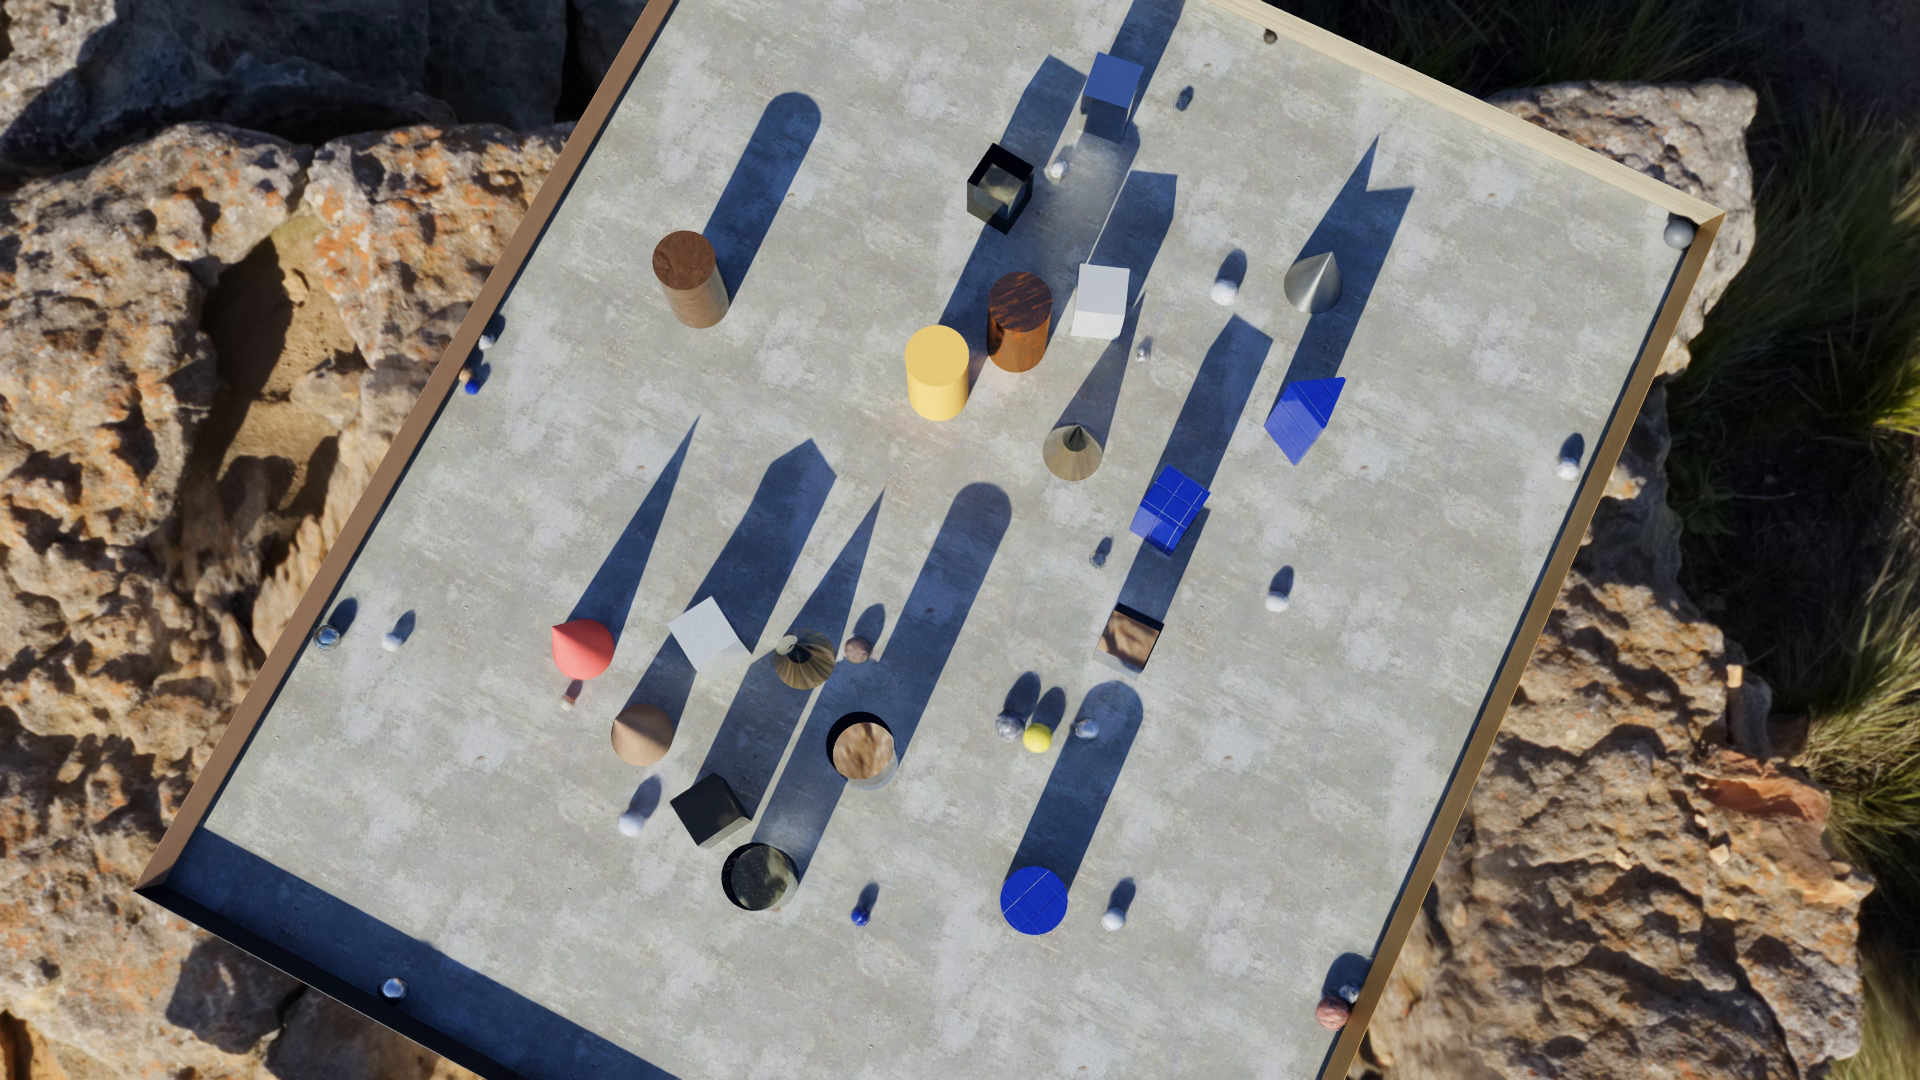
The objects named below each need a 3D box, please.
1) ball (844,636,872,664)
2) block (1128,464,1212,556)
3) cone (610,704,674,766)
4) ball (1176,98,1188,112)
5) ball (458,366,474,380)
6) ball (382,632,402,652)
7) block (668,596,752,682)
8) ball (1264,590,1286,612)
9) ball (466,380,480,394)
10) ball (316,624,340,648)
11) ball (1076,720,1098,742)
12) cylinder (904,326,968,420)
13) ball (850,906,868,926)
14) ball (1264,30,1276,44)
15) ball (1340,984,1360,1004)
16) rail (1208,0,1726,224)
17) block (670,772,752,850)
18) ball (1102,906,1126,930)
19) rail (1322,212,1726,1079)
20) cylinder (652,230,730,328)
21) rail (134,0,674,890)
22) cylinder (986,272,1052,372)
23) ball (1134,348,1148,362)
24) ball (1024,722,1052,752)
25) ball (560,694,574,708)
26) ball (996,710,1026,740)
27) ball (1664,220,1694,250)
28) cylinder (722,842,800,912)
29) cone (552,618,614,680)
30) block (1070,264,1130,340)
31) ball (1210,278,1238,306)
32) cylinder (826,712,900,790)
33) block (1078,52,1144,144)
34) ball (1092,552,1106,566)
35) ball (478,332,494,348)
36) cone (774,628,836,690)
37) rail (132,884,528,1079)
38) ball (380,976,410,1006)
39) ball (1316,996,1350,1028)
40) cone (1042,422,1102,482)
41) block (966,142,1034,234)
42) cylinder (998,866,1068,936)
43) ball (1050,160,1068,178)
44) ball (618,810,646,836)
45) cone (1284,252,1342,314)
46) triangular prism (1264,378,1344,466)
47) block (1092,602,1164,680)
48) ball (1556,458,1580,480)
[{"bbox_3d":[-0.307,0.330,5.506,0.083,0.083,0.083,0,78,0],"label":"ball"},{"bbox_3d":[0.623,-0.085,5.462,0.150,0.336,0.150,35,80,7],"label":"block"},{"bbox_3d":[-0.953,0.538,5.274,0.187,0.452,0.187,0,78,0],"label":"cone"},{"bbox_3d":[0.712,-1.399,5.884,0.042,0.042,0.042,0,78,0],"label":"ball"},{"bbox_3d":[-1.539,-0.519,5.699,0.048,0.048,0.048,0,78,0],"label":"ball"},{"bbox_3d":[-1.710,0.308,5.523,0.057,0.057,0.057,0,78,0],"label":"ball"},{"bbox_3d":[-0.734,0.294,5.389,0.150,0.327,0.150,-33,80,-6],"label":"block"},{"bbox_3d":[0.956,0.186,5.544,0.066,0.066,0.066,0,78,0],"label":"ball"},{"bbox_3d":[-1.514,-0.477,5.692,0.046,0.046,0.046,0,78,0],"label":"ball"},{"bbox_3d":[-1.904,0.291,5.520,0.071,0.071,0.071,0,78,0],"label":"ball"},{"bbox_3d":[0.378,0.569,5.465,0.067,0.067,0.067,0,78,0],"label":"ball"},{"bbox_3d":[-0.067,-0.499,5.528,0.187,0.374,0.187,0,78,0],"label":"cylinder"},{"bbox_3d":[-0.294,1.099,5.361,0.054,0.054,0.054,0,78,0],"label":"ball"},{"bbox_3d":[1.003,-1.628,5.931,0.044,0.044,0.044,0,78,0],"label":"ball"},{"bbox_3d":[1.132,1.316,5.313,0.060,0.060,0.060,0,78,0],"label":"ball"},{"bbox_3d":[0.883,-1.722,5.909,3.342,0.122,0.045,26,80,5],"label":"rail"},{"bbox_3d":[-0.722,0.789,5.325,0.150,0.251,0.150,-33,80,-7],"label":"block"},{"bbox_3d":[0.451,1.104,5.354,0.066,0.066,0.066,0,78,0],"label":"ball"},{"bbox_3d":[1.474,0.728,5.403,0.045,0.122,3.995,26,80,5],"label":"rail"},{"bbox_3d":[-0.817,-0.791,5.596,0.187,0.361,0.187,0,78,0],"label":"cylinder"},{"bbox_3d":[-1.474,-0.715,5.701,0.045,0.122,3.995,26,80,5],"label":"rail"},{"bbox_3d":[0.176,-0.655,5.546,0.187,0.403,0.187,0,78,0],"label":"cylinder"},{"bbox_3d":[0.564,-0.577,5.715,0.040,0.040,0.040,0,78,0],"label":"ball"},{"bbox_3d":[0.232,0.587,5.451,0.086,0.086,0.086,0,78,0],"label":"ball"},{"bbox_3d":[-1.179,0.485,5.494,0.044,0.044,0.044,0,78,0],"label":"ball"},{"bbox_3d":[0.151,0.551,5.455,0.092,0.092,0.092,0,78,0],"label":"ball"},{"bbox_3d":[2.264,-0.962,5.769,0.091,0.091,0.091,0,78,0],"label":"ball"},{"bbox_3d":[-0.568,0.967,5.244,0.187,0.338,0.187,0,78,0],"label":"cylinder"},{"bbox_3d":[-1.140,0.286,5.332,0.187,0.442,0.187,0,78,0],"label":"cone"},{"bbox_3d":[0.430,-0.731,5.646,0.150,0.238,0.150,6,78,1],"label":"block"},{"bbox_3d":[0.826,-0.778,5.734,0.084,0.084,0.084,0,78,0],"label":"ball"},{"bbox_3d":[-0.276,0.610,5.263,0.187,0.446,0.187,0,78,0],"label":"cylinder"},{"bbox_3d":[0.472,-1.390,5.771,0.150,0.260,0.150,19,79,4],"label":"block"},{"bbox_3d":[0.423,0.060,5.583,0.042,0.042,0.042,0,78,0],"label":"ball"},{"bbox_3d":[-1.477,-0.624,5.720,0.049,0.049,0.049,0,78,0],"label":"ball"},{"bbox_3d":[-0.471,0.327,5.387,0.187,0.316,0.187,0,78,0],"label":"cone"},{"bbox_3d":[-0.883,1.735,5.194,3.342,0.122,0.045,26,80,5],"label":"rail"},{"bbox_3d":[-1.638,1.305,5.305,0.082,0.082,0.082,0,78,0],"label":"ball"},{"bbox_3d":[1.076,1.362,5.287,0.094,0.094,0.094,0,78,0],"label":"ball"},{"bbox_3d":[0.349,-0.305,5.519,0.187,0.313,0.187,0,78,0],"label":"cone"},{"bbox_3d":[0.125,-1.093,5.718,0.150,0.245,0.150,32,80,6],"label":"block"},{"bbox_3d":[0.205,1.032,5.234,0.187,0.330,0.187,0,78,0],"label":"cylinder"},{"bbox_3d":[0.316,-1.180,5.831,0.058,0.058,0.058,0,78,0],"label":"ball"},{"bbox_3d":[-0.968,0.835,5.404,0.077,0.077,0.077,0,78,0],"label":"ball"},{"bbox_3d":[1.115,-0.834,5.632,0.187,0.307,0.187,0,78,0],"label":"cone"},{"bbox_3d":[1.047,-0.378,5.464,0.141,0.451,0.162,-35,80,-7],"label":"triangular prism"},{"bbox_3d":[0.496,0.302,5.436,0.150,0.231,0.150,25,79,5],"label":"block"},{"bbox_3d":[1.867,-0.220,5.627,0.069,0.069,0.069,0,78,0],"label":"ball"}]
